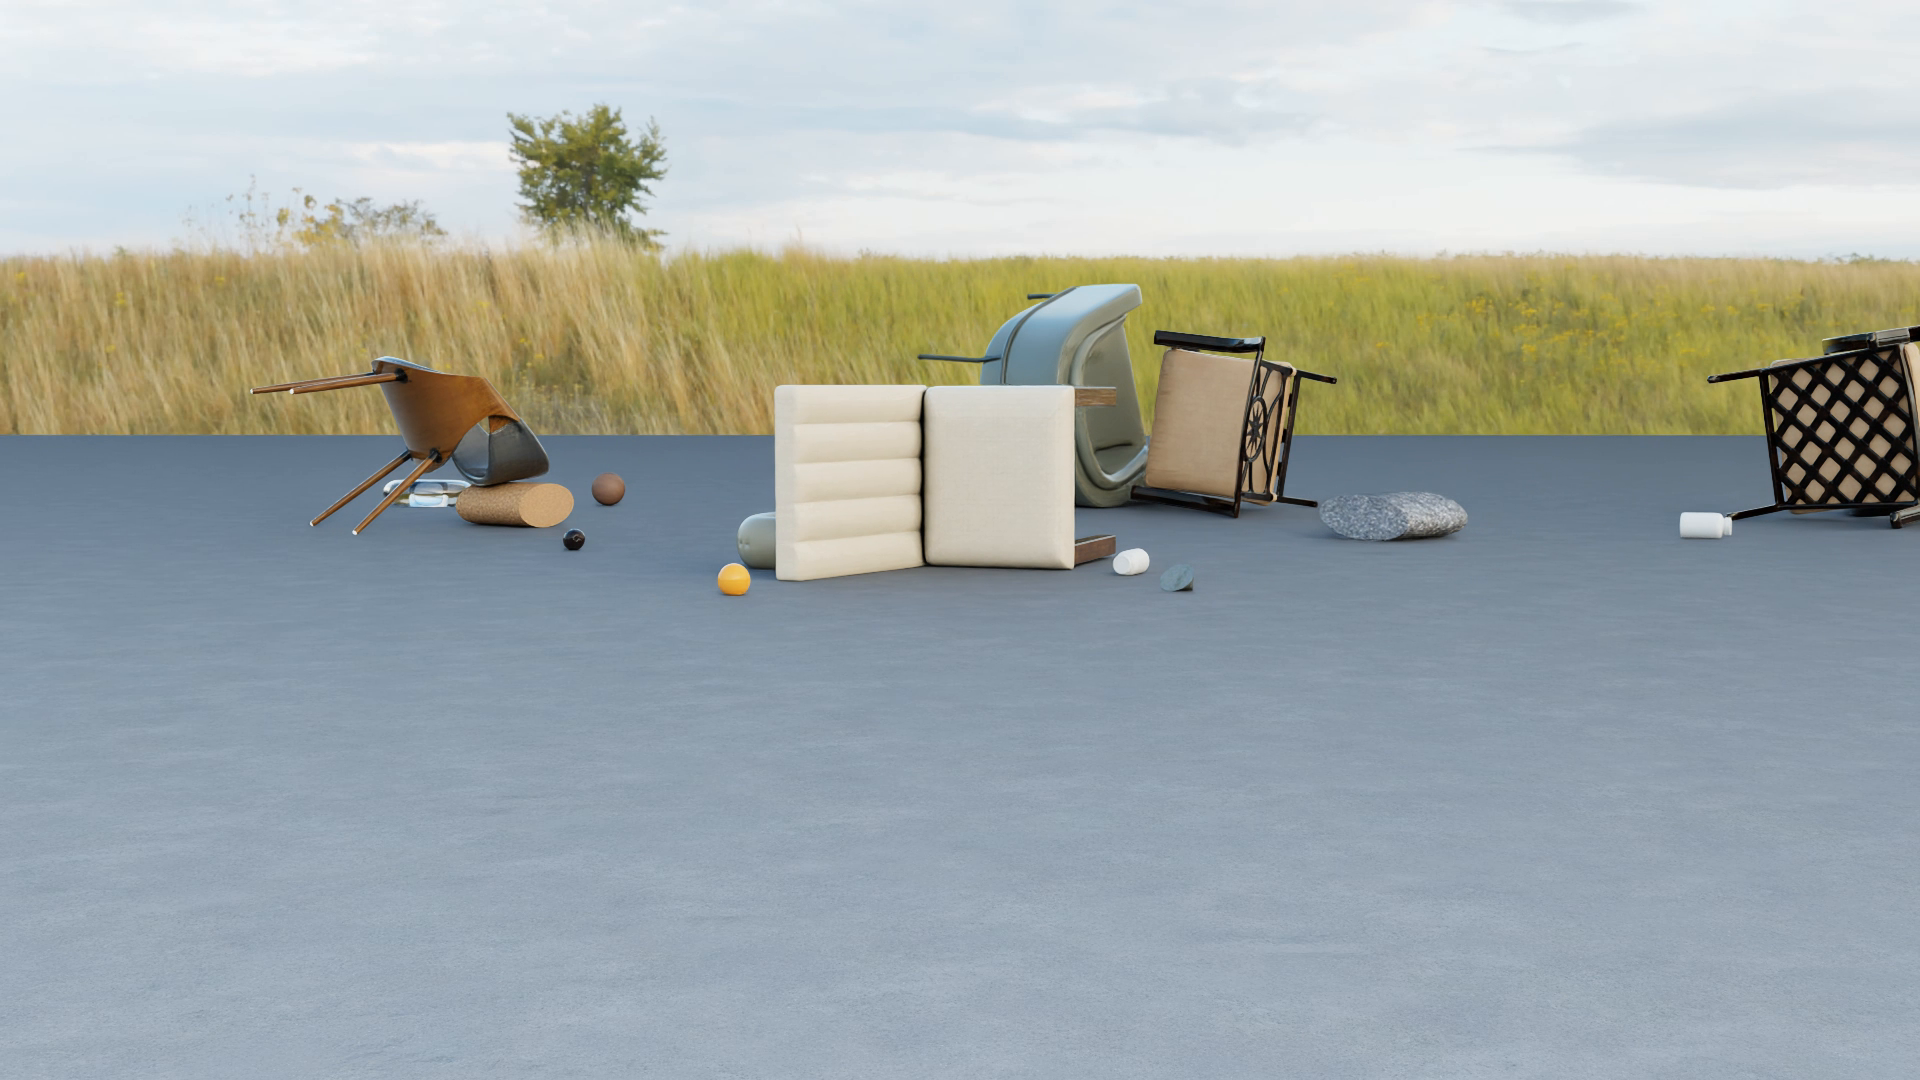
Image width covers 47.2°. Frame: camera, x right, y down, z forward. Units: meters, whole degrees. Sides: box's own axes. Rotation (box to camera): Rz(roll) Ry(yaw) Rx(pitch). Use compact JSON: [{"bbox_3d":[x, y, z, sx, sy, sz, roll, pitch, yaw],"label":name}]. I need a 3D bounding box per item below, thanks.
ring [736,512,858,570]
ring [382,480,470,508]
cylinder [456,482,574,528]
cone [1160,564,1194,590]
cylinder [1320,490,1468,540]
[{"bbox_3d":[-0.412,0.001,5.582,0.330,0.133,0.262,-4,7,-39],"label":"ring"},{"bbox_3d":[-2.038,-0.180,8.440,0.342,0.100,0.272,0,3,-11],"label":"ring"},{"bbox_3d":[-1.467,-0.119,7.248,0.312,0.141,0.235,3,10,38],"label":"cylinder"},{"bbox_3d":[0.503,0.097,4.917,0.052,0.070,0.127,36,-14,-24],"label":"cone"},{"bbox_3d":[1.309,-0.074,6.637,0.314,0.133,0.319,-4,10,-45],"label":"cylinder"}]
